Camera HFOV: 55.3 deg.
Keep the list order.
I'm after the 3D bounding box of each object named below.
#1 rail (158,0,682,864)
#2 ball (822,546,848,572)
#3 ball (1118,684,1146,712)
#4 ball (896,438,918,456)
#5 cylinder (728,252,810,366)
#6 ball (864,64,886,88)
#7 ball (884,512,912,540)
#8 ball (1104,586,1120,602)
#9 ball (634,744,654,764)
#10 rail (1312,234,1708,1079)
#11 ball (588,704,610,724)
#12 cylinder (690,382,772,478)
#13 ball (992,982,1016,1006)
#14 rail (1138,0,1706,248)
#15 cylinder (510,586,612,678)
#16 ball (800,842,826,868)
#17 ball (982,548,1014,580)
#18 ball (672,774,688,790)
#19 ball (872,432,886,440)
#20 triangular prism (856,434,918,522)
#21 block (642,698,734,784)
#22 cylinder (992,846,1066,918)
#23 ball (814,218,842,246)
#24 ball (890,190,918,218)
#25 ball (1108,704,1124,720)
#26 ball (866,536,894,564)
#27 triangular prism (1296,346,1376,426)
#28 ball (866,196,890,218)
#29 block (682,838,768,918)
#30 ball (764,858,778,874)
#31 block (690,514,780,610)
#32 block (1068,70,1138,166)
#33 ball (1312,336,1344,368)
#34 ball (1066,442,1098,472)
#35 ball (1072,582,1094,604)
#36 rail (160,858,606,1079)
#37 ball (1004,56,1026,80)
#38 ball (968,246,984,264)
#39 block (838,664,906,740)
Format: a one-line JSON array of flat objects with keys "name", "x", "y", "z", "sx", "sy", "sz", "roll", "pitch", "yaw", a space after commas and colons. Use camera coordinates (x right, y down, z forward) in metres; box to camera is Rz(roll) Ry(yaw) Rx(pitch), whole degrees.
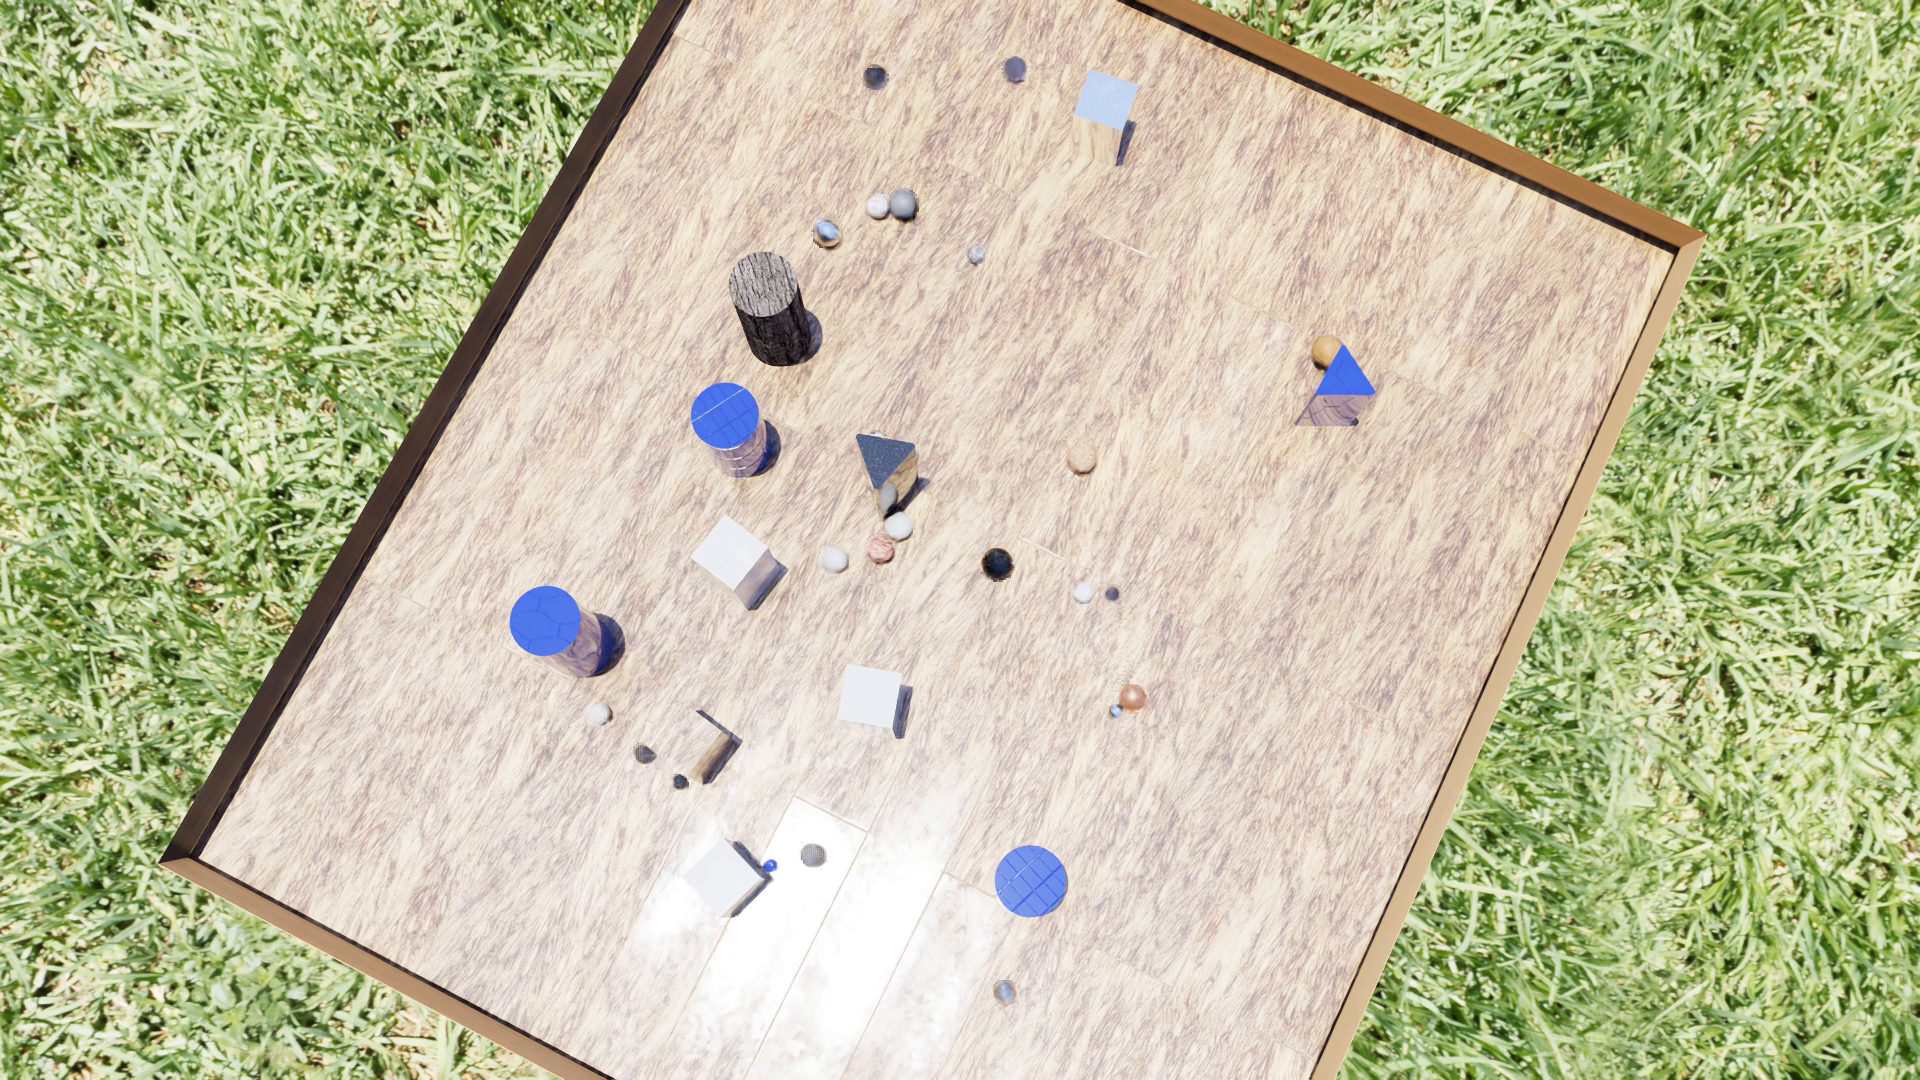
[{"name": "rail", "x": -1.449, "y": -0.703, "z": 5.695, "sx": 0.045, "sy": 0.129, "sz": 3.795, "roll": 26, "pitch": 80, "yaw": 5}, {"name": "ball", "x": -0.380, "y": 0.058, "z": 5.564, "sx": 0.080, "sy": 0.080, "sz": 0.080, "roll": 0, "pitch": 78, "yaw": 0}, {"name": "ball", "x": 0.514, "y": 0.469, "z": 5.467, "sx": 0.084, "sy": 0.084, "sz": 0.084, "roll": 0, "pitch": 78, "yaw": 0}, {"name": "ball", "x": -0.173, "y": -0.271, "z": 5.629, "sx": 0.085, "sy": 0.085, "sz": 0.085, "roll": 0, "pitch": 78, "yaw": 0}, {"name": "cylinder", "x": -0.567, "y": -0.687, "z": 5.510, "sx": 0.198, "sy": 0.487, "sz": 0.198, "roll": 0, "pitch": 78, "yaw": 0}, {"name": "ball", "x": -0.273, "y": -1.490, "z": 5.887, "sx": 0.075, "sy": 0.075, "sz": 0.075, "roll": 0, "pitch": 78, "yaw": 0}, {"name": "ball", "x": -0.188, "y": -0.043, "z": 5.582, "sx": 0.085, "sy": 0.085, "sz": 0.085, "roll": 0, "pitch": 78, "yaw": 0}, {"name": "ball", "x": 0.462, "y": 0.165, "z": 5.559, "sx": 0.047, "sy": 0.047, "sz": 0.047, "roll": 0, "pitch": 78, "yaw": 0}, {"name": "ball", "x": -0.940, "y": 0.637, "z": 5.454, "sx": 0.060, "sy": 0.060, "sz": 0.060, "roll": 0, "pitch": 78, "yaw": 0}, {"name": "rail", "x": 1.449, "y": 0.716, "z": 5.402, "sx": 0.045, "sy": 0.129, "sz": 3.795, "roll": 26, "pitch": 80, "yaw": 5}, {"name": "ball", "x": -1.077, "y": 0.518, "z": 5.461, "sx": 0.063, "sy": 0.063, "sz": 0.063, "roll": 0, "pitch": 78, "yaw": 0}, {"name": "cylinder", "x": -0.681, "y": -0.324, "z": 5.494, "sx": 0.198, "sy": 0.372, "sz": 0.198, "roll": 0, "pitch": 78, "yaw": 0}, {"name": "ball", "x": 0.130, "y": 1.315, "z": 5.309, "sx": 0.069, "sy": 0.069, "sz": 0.069, "roll": 0, "pitch": 78, "yaw": 0}, {"name": "rail", "x": 0.838, "y": -1.634, "z": 5.888, "sx": 3.288, "sy": 0.129, "sz": 0.045, "roll": 26, "pitch": 80, "yaw": 5}, {"name": "cylinder", "x": -1.150, "y": 0.272, "z": 5.314, "sx": 0.198, "sy": 0.482, "sz": 0.198, "roll": 0, "pitch": 78, "yaw": 0}, {"name": "ball", "x": -0.434, "y": 0.927, "z": 5.385, "sx": 0.077, "sy": 0.077, "sz": 0.077, "roll": 0, "pitch": 78, "yaw": 0}, {"name": "ball", "x": 0.114, "y": 0.071, "z": 5.552, "sx": 0.098, "sy": 0.098, "sz": 0.098, "roll": 0, "pitch": 78, "yaw": 0}, {"name": "ball", "x": -0.832, "y": 0.719, "z": 5.444, "sx": 0.046, "sy": 0.046, "sz": 0.046, "roll": 0, "pitch": 78, "yaw": 0}, {"name": "ball", "x": -0.255, "y": -0.306, "z": 5.654, "sx": 0.051, "sy": 0.051, "sz": 0.051, "roll": 0, "pitch": 78, "yaw": 0}, {"name": "triangular prism", "x": -0.240, "y": -0.210, "z": 5.436, "sx": 0.148, "sy": 0.440, "sz": 0.171, "roll": 40, "pitch": 81, "yaw": 8}, {"name": "block", "x": -0.784, "y": 0.589, "z": 5.329, "sx": 0.158, "sy": 0.325, "sz": 0.158, "roll": 36, "pitch": 81, "yaw": 7}, {"name": "cylinder", "x": 0.195, "y": 0.979, "z": 5.240, "sx": 0.198, "sy": 0.341, "sz": 0.198, "roll": 0, "pitch": 78, "yaw": 0}, {"name": "ball", "x": -0.417, "y": -0.968, "z": 5.773, "sx": 0.087, "sy": 0.087, "sz": 0.087, "roll": 0, "pitch": 78, "yaw": 0}, {"name": "ball", "x": -0.179, "y": -1.059, "z": 5.785, "sx": 0.088, "sy": 0.088, "sz": 0.088, "roll": 0, "pitch": 78, "yaw": 0}, {"name": "ball", "x": 0.465, "y": 0.514, "z": 5.485, "sx": 0.049, "sy": 0.049, "sz": 0.049, "roll": 0, "pitch": 78, "yaw": 0}, {"name": "ball", "x": -0.242, "y": 0.029, "z": 5.568, "sx": 0.083, "sy": 0.083, "sz": 0.083, "roll": 0, "pitch": 78, "yaw": 0}, {"name": "triangular prism", "x": 1.126, "y": -0.465, "z": 5.535, "sx": 0.171, "sy": 0.349, "sz": 0.148, "roll": 0, "pitch": 78, "yaw": 0}, {"name": "ball", "x": -0.260, "y": -1.054, "z": 5.798, "sx": 0.072, "sy": 0.072, "sz": 0.072, "roll": 0, "pitch": 78, "yaw": 0}, {"name": "block", "x": -0.673, "y": 0.977, "z": 5.288, "sx": 0.158, "sy": 0.248, "sz": 0.158, "roll": -44, "pitch": 82, "yaw": -8}, {"name": "ball", "x": -0.557, "y": 0.959, "z": 5.396, "sx": 0.043, "sy": 0.043, "sz": 0.043, "roll": 0, "pitch": 78, "yaw": 0}, {"name": "block", "x": -0.660, "y": 0.071, "z": 5.420, "sx": 0.158, "sy": 0.357, "sz": 0.158, "roll": 37, "pitch": 81, "yaw": 7}, {"name": "block", "x": 0.448, "y": -1.321, "z": 5.750, "sx": 0.158, "sy": 0.274, "sz": 0.158, "roll": 19, "pitch": 79, "yaw": 4}, {"name": "ball", "x": 1.142, "y": -0.586, "z": 5.687, "sx": 0.099, "sy": 0.099, "sz": 0.099, "roll": 0, "pitch": 78, "yaw": 0}, {"name": "ball", "x": 0.374, "y": -0.253, "z": 5.621, "sx": 0.094, "sy": 0.094, "sz": 0.094, "roll": 0, "pitch": 78, "yaw": 0}, {"name": "ball", "x": 0.374, "y": 0.160, "z": 5.551, "sx": 0.063, "sy": 0.063, "sz": 0.063, "roll": 0, "pitch": 78, "yaw": 0}, {"name": "rail", "x": -0.838, "y": 1.648, "z": 5.209, "sx": 3.288, "sy": 0.129, "sz": 0.045, "roll": 26, "pitch": 80, "yaw": 5}, {"name": "ball", "x": 0.177, "y": -1.516, "z": 5.892, "sx": 0.076, "sy": 0.076, "sz": 0.076, "roll": 0, "pitch": 78, "yaw": 0}, {"name": "ball", "x": 0.050, "y": -0.899, "z": 5.776, "sx": 0.053, "sy": 0.053, "sz": 0.053, "roll": 0, "pitch": 78, "yaw": 0}, {"name": "block", "x": -0.257, "y": 0.475, "z": 5.353, "sx": 0.158, "sy": 0.323, "sz": 0.158, "roll": 10, "pitch": 78, "yaw": 2}]
